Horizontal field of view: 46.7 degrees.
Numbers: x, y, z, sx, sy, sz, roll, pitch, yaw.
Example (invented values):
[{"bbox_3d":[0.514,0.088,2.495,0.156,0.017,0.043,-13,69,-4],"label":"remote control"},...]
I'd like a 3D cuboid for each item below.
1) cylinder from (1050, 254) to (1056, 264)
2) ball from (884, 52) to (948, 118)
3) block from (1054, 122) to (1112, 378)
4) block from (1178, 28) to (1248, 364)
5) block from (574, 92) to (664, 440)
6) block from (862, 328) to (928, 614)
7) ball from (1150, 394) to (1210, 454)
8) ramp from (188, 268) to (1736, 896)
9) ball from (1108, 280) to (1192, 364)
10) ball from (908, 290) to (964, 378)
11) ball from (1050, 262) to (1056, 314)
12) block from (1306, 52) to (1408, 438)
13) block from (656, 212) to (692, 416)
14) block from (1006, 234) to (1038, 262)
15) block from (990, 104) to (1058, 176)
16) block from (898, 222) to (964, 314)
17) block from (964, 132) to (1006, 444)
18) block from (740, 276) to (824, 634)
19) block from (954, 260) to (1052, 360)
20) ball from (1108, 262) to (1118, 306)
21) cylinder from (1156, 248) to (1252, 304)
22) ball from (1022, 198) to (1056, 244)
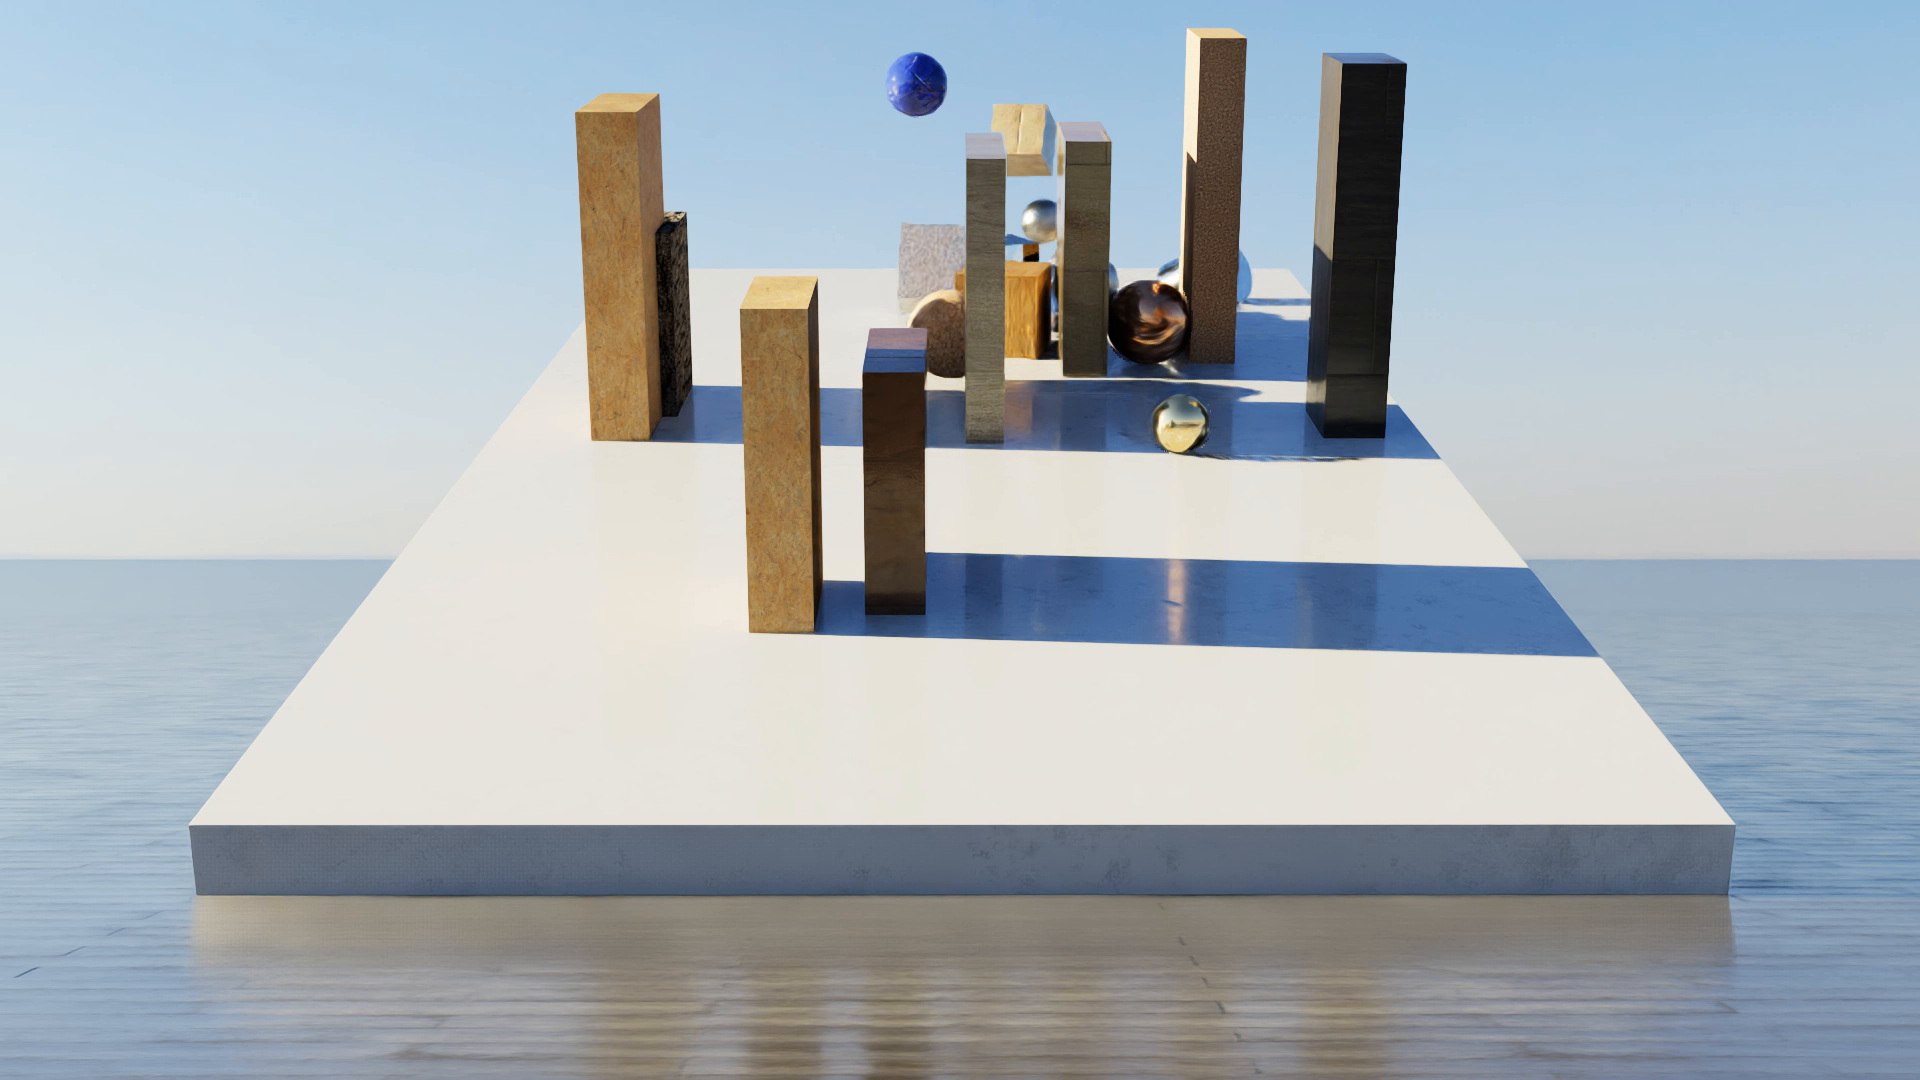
[{"bbox_3d":[0.318,-0.735,6.189,0.147,0.147,0.147,0,17,2],"label":"cylinder"},{"bbox_3d":[-0.122,-1.272,6.222,0.178,0.178,0.178,0,0,0],"label":"ball"},{"bbox_3d":[0.297,-0.715,5.425,0.107,0.559,0.393,0,17,0],"label":"block"},{"bbox_3d":[0.619,-0.852,5.492,0.110,0.782,0.306,0,17,0],"label":"block"},{"bbox_3d":[-0.723,-0.597,4.818,0.125,0.692,0.375,0,17,0],"label":"block"},{"bbox_3d":[-0.107,-0.123,3.768,0.100,0.409,0.344,0,17,0],"label":"block"},{"bbox_3d":[0.459,-0.243,4.639,0.123,0.123,0.123,0,0,0],"label":"ball"},{"bbox_3d":[-0.003,-0.177,4.801,2.000,0.100,4.000,0,17,0],"label":"ramp"},{"bbox_3d":[0.460,-0.532,5.431,0.208,0.208,0.208,0,0,0],"label":"ball"},{"bbox_3d":[-0.020,-0.481,5.190,0.208,0.208,0.208,0,0,0],"label":"ball"},{"bbox_3d":[0.291,-0.648,5.736,0.162,0.162,0.162,0,0,0],"label":"ball"},{"bbox_3d":[0.844,-0.632,4.771,0.132,0.789,0.251,0,17,0],"label":"block"},{"bbox_3d":[-0.686,-0.515,5.030,0.115,0.409,0.306,0,17,0],"label":"block"},{"bbox_3d":[0.114,-0.765,6.265,0.156,0.156,0.156,-8,19,-24],"label":"block"},{"bbox_3d":[0.175,-1.107,6.163,0.149,0.149,0.149,3,-14,15],"label":"block"},{"bbox_3d":[-0.057,-0.718,5.922,0.201,0.201,0.201,2,-5,1],"label":"block"},{"bbox_3d":[0.052,-0.555,4.837,0.081,0.602,0.432,0,17,0],"label":"block"},{"bbox_3d":[-0.287,-0.144,3.631,0.105,0.529,0.274,0,17,0],"label":"block"},{"bbox_3d":[0.109,-0.581,5.590,0.206,0.206,0.206,4,18,12],"label":"block"},{"bbox_3d":[0.344,-0.695,6.020,0.170,0.170,0.170,0,0,0],"label":"ball"},{"bbox_3d":[0.640,-0.676,5.837,0.178,0.178,0.178,0,-16,-42],"label":"cylinder"},{"bbox_3d":[0.233,-0.888,6.199,0.125,0.125,0.125,0,0,0],"label":"ball"}]
